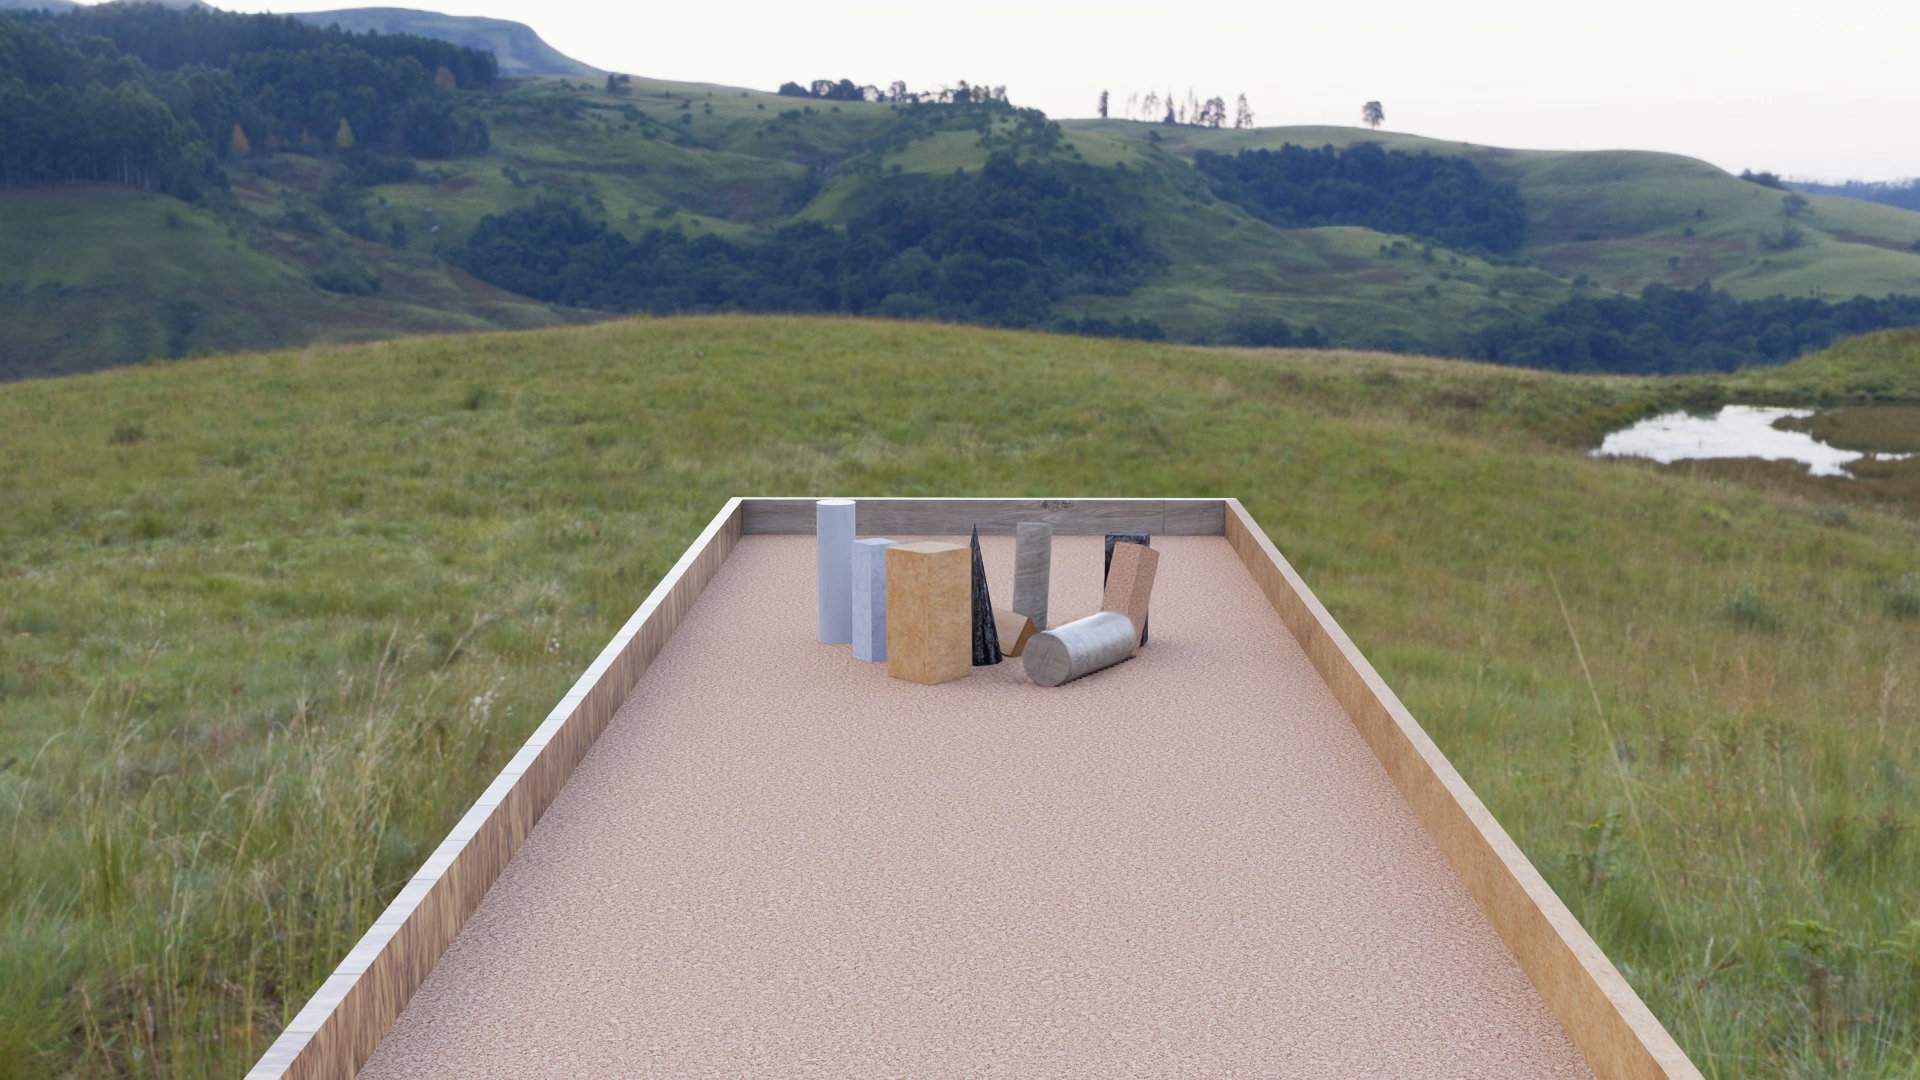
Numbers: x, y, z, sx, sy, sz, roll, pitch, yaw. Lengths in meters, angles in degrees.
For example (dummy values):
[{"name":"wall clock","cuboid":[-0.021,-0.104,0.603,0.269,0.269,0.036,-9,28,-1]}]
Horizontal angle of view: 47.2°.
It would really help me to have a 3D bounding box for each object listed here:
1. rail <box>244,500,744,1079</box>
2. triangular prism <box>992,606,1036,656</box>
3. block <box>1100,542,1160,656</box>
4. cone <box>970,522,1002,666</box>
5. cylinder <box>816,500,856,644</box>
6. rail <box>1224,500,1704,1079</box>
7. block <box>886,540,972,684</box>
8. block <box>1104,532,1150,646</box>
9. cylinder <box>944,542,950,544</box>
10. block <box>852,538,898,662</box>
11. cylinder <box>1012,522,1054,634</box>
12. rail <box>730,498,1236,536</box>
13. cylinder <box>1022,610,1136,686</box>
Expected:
[{"name":"rail","cuboid":[-1.004,0.839,3.234,0.050,0.150,12.000,0,9,1]},{"name":"triangular prism","cuboid":[0.120,0.271,6.907,0.134,0.116,0.360,-5,10,-30]},{"name":"block","cuboid":[0.511,0.181,6.759,0.101,0.332,0.101,8,-9,39]},{"name":"cone","cuboid":[0.045,0.155,6.665,0.169,0.427,0.169,0,9,0]},{"name":"cylinder","cuboid":[-0.391,0.100,6.963,0.122,0.443,0.122,0,9,0]},{"name":"rail","cuboid":[1.046,0.843,3.208,0.050,0.150,12.000,0,9,1]},{"name":"block","cuboid":[-0.091,0.210,6.449,0.176,0.383,0.176,-9,12,-44]},{"name":"block","cuboid":[0.525,0.152,6.928,0.127,0.344,0.127,2,5,11]},{"name":"cylinder","cuboid":[-0.070,0.170,6.946,0.115,0.310,0.115,0,9,0]},{"name":"block","cuboid":[-0.258,0.182,6.707,0.101,0.361,0.101,-7,11,-37]},{"name":"cylinder","cuboid":[0.227,0.131,6.980,0.114,0.367,0.114,3,4,0]},{"name":"rail","cuboid":[0.099,-0.098,9.147,2.100,0.150,0.050,0,9,1]},{"name":"cylinder","cuboid":[0.355,0.317,6.502,0.158,0.158,0.407,6,11,32]}]
